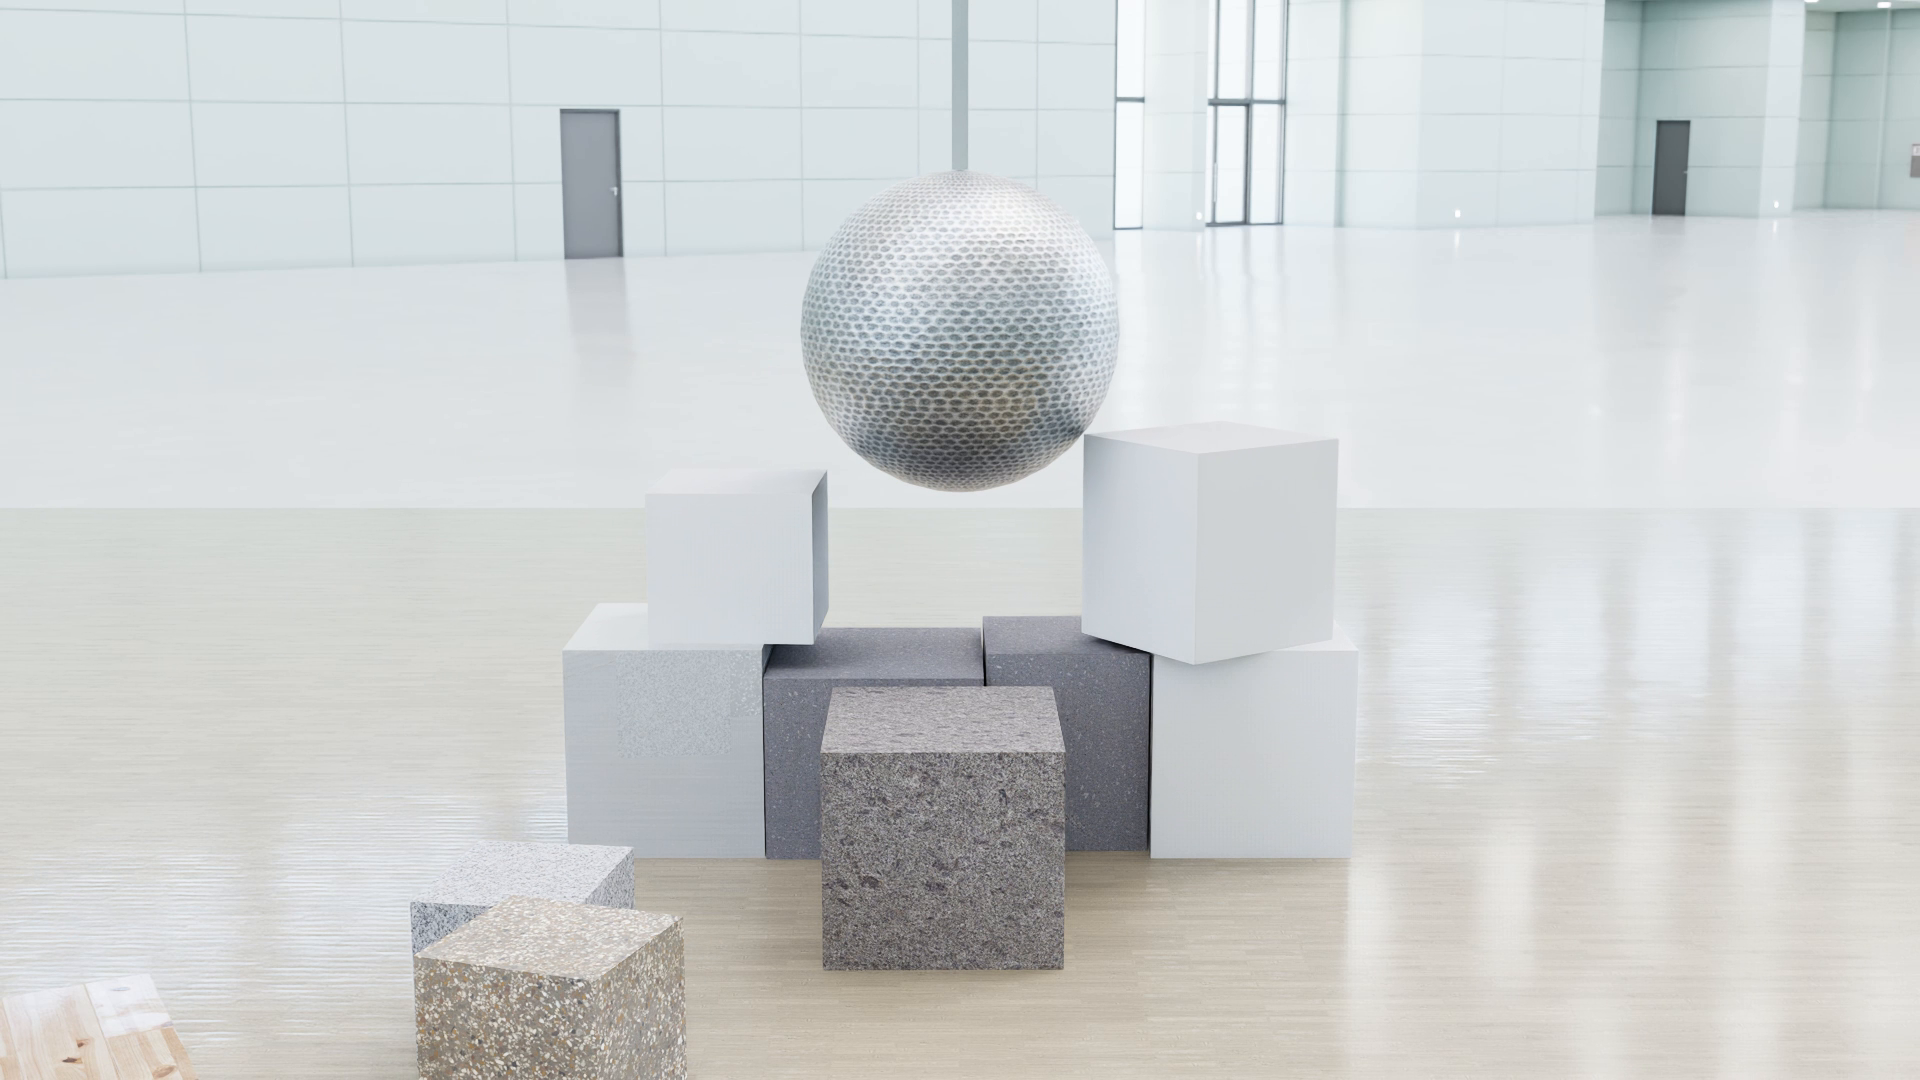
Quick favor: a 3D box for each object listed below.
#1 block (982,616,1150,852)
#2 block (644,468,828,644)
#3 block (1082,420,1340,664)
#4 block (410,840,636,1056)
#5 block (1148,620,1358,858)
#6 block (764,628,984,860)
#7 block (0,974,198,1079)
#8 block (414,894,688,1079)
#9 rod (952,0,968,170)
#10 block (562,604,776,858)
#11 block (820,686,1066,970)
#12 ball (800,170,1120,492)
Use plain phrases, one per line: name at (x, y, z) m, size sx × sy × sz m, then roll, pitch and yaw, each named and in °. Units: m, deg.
block at (0.528, 0.980, 11.341) m, size 0.805 × 1.014 × 0.873 m, roll 0°, pitch 10°, yaw -1°
block at (-1.116, 0.069, 11.192) m, size 0.817 × 0.748 × 0.836 m, roll 0°, pitch 10°, yaw 2°
block at (1.234, -0.015, 10.929) m, size 0.917 × 1.009 × 0.851 m, roll -7°, pitch 13°, yaw -35°
block at (-1.699, 1.638, 8.669) m, size 0.648 × 0.676 × 0.753 m, roll 1°, pitch 10°, yaw 8°
block at (1.442, 0.956, 11.358) m, size 0.996 × 1.055 × 1.130 m, roll 0°, pitch 10°, yaw 0°
block at (-0.422, 1.025, 11.359) m, size 1.073 × 0.920 × 1.148 m, roll 0°, pitch 10°, yaw 0°
block at (-2.840, 1.933, 6.692) m, size 0.894 × 0.803 × 0.942 m, roll -5°, pitch 12°, yaw -28°
block at (-1.445, 1.760, 7.848) m, size 0.703 × 0.730 × 0.663 m, roll 4°, pitch 11°, yaw 19°
rod at (0.000, -4.384, 10.379) m, size 0.080 × 5.200 × 0.080 m, roll 0°, pitch 10°, yaw 0°
block at (-1.453, 0.957, 11.347) m, size 0.972 × 1.056 × 1.102 m, roll 0°, pitch 10°, yaw 0°
block at (-0.076, 1.267, 9.897) m, size 1.033 × 0.966 × 1.134 m, roll 0°, pitch 10°, yaw 0°
ball at (0.000, -1.038, 10.981) m, size 1.600 × 1.600 × 1.600 m, roll 0°, pitch 10°, yaw 0°
